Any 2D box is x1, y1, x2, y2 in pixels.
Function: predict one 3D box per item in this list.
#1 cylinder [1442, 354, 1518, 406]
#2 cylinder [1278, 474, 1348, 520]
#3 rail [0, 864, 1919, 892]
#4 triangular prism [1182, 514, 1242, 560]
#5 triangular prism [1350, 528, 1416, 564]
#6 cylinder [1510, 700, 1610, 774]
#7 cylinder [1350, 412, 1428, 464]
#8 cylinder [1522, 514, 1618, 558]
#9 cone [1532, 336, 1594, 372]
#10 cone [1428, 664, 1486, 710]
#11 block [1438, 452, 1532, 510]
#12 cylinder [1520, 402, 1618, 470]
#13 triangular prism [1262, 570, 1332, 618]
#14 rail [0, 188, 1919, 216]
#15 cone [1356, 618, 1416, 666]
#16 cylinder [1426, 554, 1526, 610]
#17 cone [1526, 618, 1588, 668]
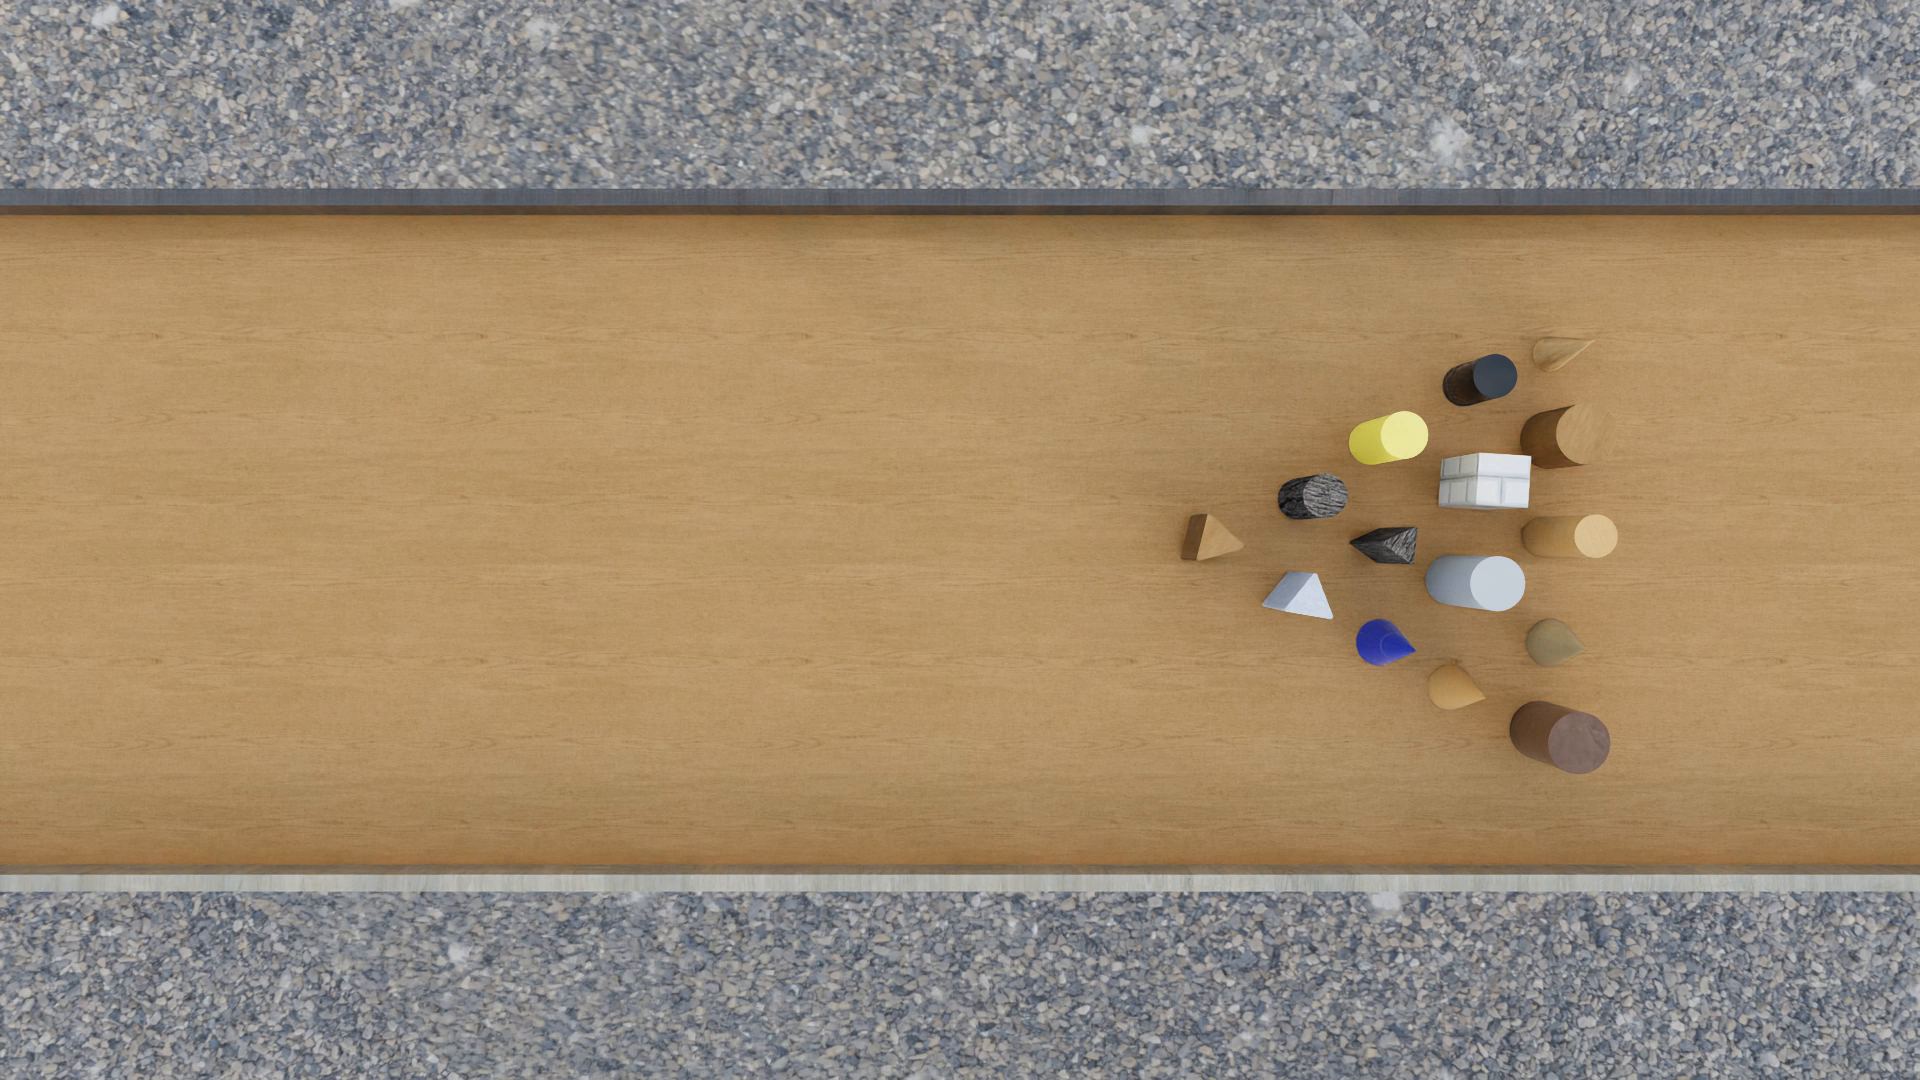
[{"bbox_3d":[1.549,-0.475,4.924,0.128,0.305,0.128,0,90,0],"label":"cylinder"},{"bbox_3d":[1.042,-0.126,4.889,0.127,0.376,0.127,0,90,0],"label":"cylinder"},{"bbox_3d":[-2.247,1.025,5.001,12.000,0.150,0.050,0,90,0],"label":"rail"},{"bbox_3d":[0.731,-0.019,4.903,0.138,0.348,0.119,-16,90,0],"label":"triangular prism"},{"bbox_3d":[1.268,0.001,4.877,0.106,0.400,0.092,36,90,0],"label":"triangular prism"},{"bbox_3d":[1.781,0.584,4.910,0.180,0.333,0.180,0,90,0],"label":"cylinder"},{"bbox_3d":[1.265,-0.299,4.884,0.135,0.385,0.135,0,90,0],"label":"cylinder"},{"bbox_3d":[1.792,-0.011,4.861,0.122,0.431,0.122,0,90,0],"label":"cylinder"},{"bbox_3d":[1.817,-0.573,4.893,0.106,0.367,0.106,0,90,0],"label":"cone"},{"bbox_3d":[1.509,0.454,4.904,0.141,0.344,0.141,0,90,0],"label":"cone"},{"bbox_3d":[1.551,-0.170,4.891,0.148,0.372,0.148,4,90,0],"label":"block"},{"bbox_3d":[1.813,-0.307,4.923,0.178,0.307,0.178,0,90,0],"label":"cylinder"},{"bbox_3d":[1.007,0.154,4.897,0.137,0.359,0.119,9,90,0],"label":"triangular prism"},{"bbox_3d":[-2.247,-1.025,5.002,12.000,0.150,0.050,0,90,0],"label":"rail"},{"bbox_3d":[1.291,0.315,4.872,0.145,0.409,0.145,0,90,0],"label":"cone"},{"bbox_3d":[1.510,0.122,4.854,0.155,0.445,0.155,0,90,0],"label":"cylinder"},{"bbox_3d":[1.817,0.317,4.925,0.149,0.303,0.149,0,90,0],"label":"cone"}]
